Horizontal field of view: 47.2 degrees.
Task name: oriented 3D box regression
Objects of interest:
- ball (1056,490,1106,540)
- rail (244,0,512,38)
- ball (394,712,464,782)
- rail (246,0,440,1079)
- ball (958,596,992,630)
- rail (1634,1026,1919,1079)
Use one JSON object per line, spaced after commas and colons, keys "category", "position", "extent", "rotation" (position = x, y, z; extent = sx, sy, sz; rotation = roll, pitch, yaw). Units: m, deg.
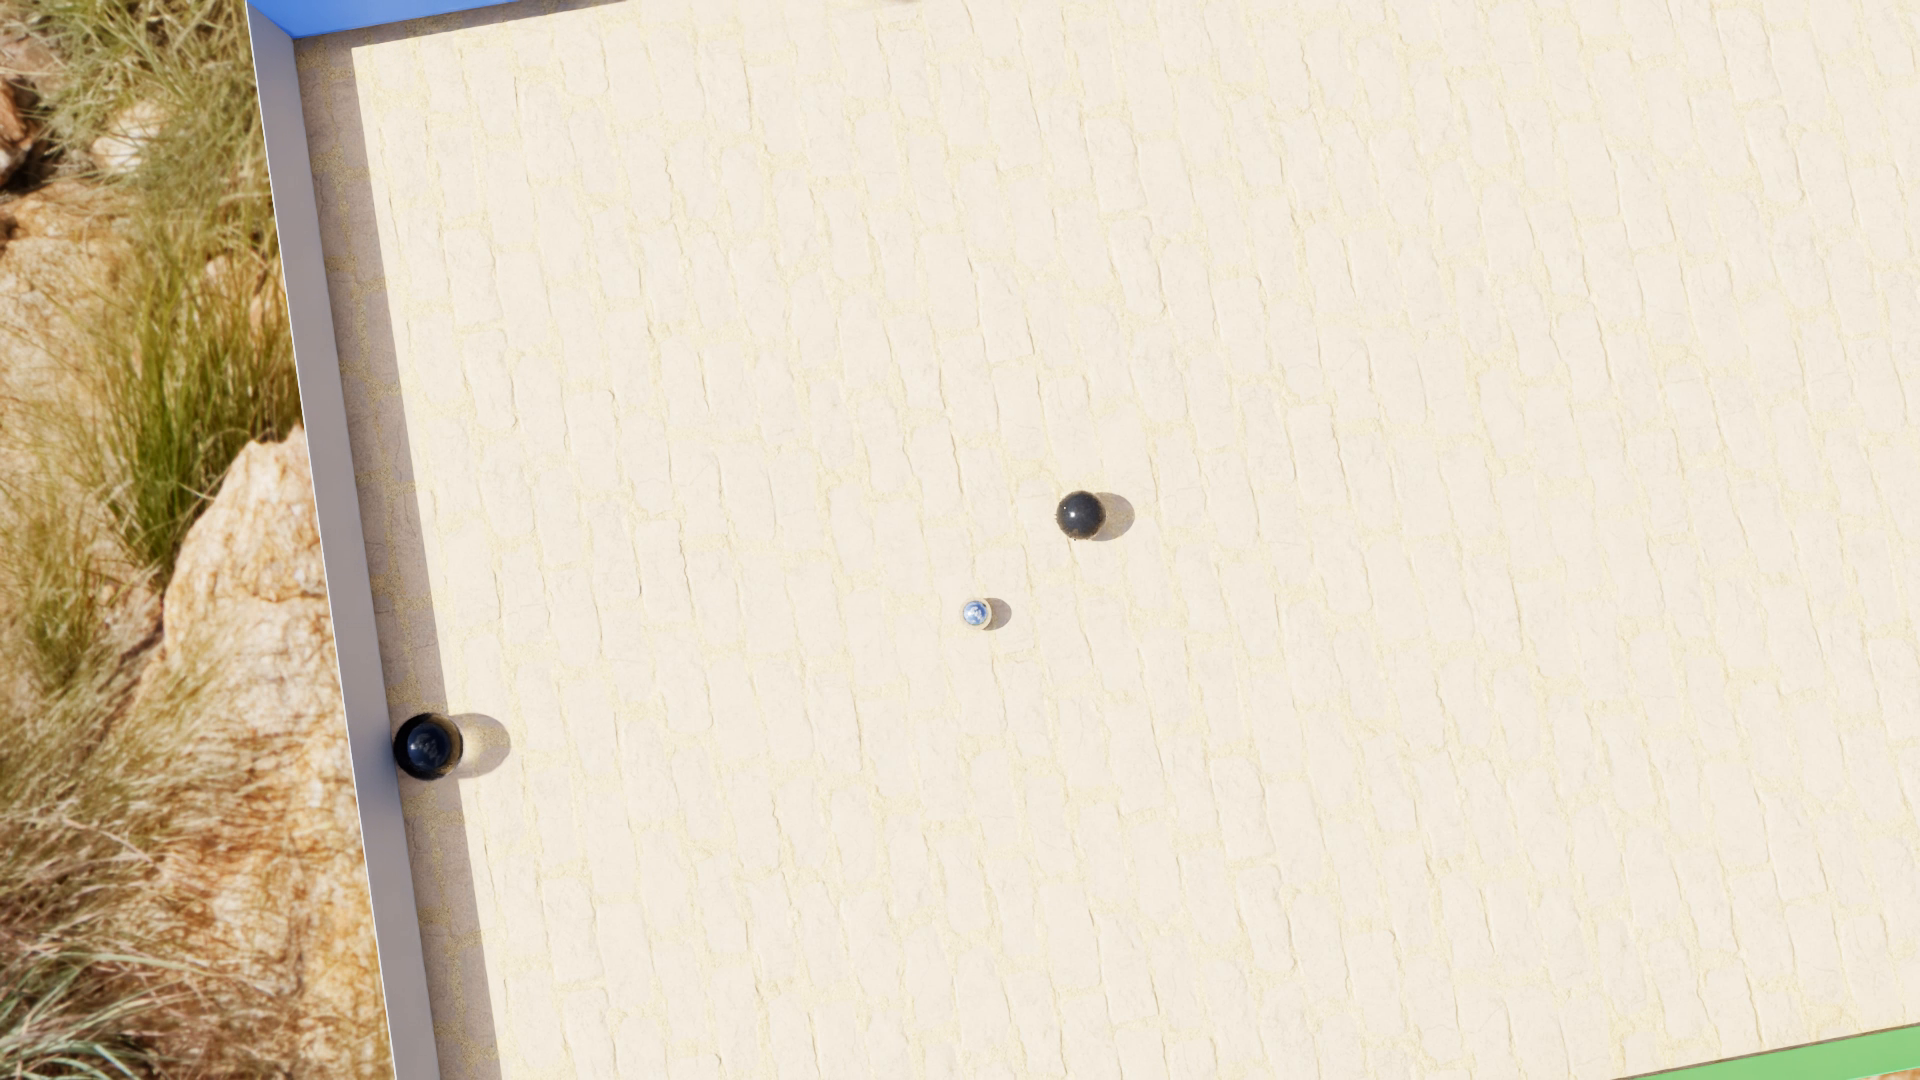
{"category": "ball", "position": [0.180, -0.037, 3.271], "extent": [0.075, 0.075, 0.075], "rotation": [0, 82, 0]}
{"category": "rail", "position": [0.727, -1.097, 3.397], "extent": [3.646, 0.128, 0.045], "rotation": [-10, 82, -1]}
{"category": "ball", "position": [-0.775, 0.302, 3.209], "extent": [0.099, 0.099, 0.099], "rotation": [0, 82, 0]}
{"category": "rail", "position": [-0.874, 0.152, 3.215], "extent": [0.045, 0.128, 1.964], "rotation": [-10, 82, -1]}
{"category": "ball", "position": [0.023, 0.109, 3.262], "extent": [0.050, 0.050, 0.050], "rotation": [0, 82, 0]}
{"category": "rail", "position": [1.067, 0.770, 3.125], "extent": [3.646, 0.128, 0.045], "rotation": [-10, 82, -1]}
